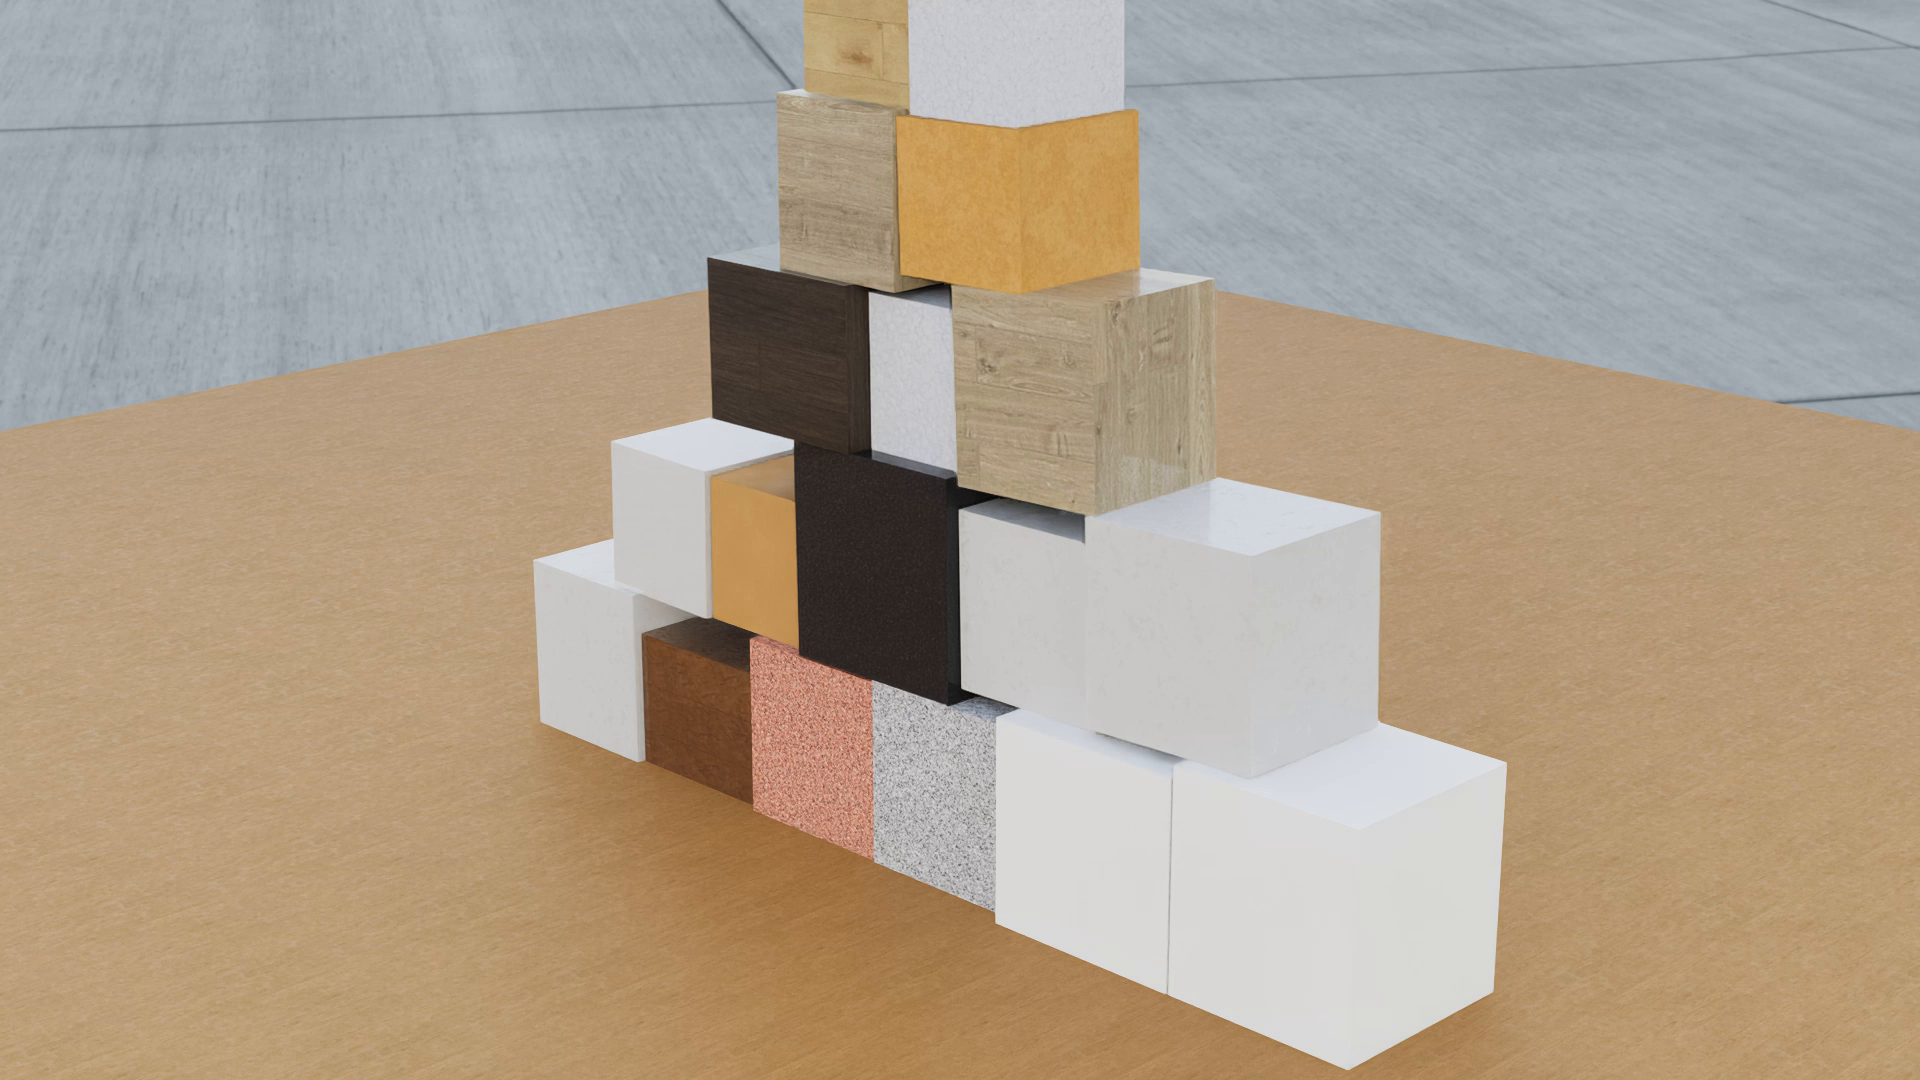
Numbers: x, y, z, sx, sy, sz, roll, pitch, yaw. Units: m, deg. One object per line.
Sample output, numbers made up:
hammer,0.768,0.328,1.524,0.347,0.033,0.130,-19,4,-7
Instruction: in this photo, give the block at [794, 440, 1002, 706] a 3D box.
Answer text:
block,-0.103,0.045,13.469,0.856,1.044,0.987,-17,23,-42

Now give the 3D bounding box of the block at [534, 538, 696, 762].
block,-1.599,0.520,15.208,0.870,0.889,0.806,-17,24,-42

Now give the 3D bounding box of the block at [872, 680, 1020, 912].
block,0.194,1.068,13.449,0.821,0.897,0.855,-17,24,-42

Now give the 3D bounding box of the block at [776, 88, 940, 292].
block,-0.278,-1.610,13.121,0.742,0.791,0.769,17,24,42

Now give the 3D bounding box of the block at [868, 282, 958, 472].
block,0.025,-0.755,13.066,0.605,0.720,0.600,16,23,43

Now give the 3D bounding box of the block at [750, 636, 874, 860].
block,-0.409,0.892,14.039,0.817,0.880,0.849,-17,24,-42

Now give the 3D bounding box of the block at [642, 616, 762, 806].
block,-1.015,0.801,14.658,0.753,0.683,0.861,-17,24,-42

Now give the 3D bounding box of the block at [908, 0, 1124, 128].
block,0.239,-2.132,12.421,0.658,0.647,0.633,-16,22,-43

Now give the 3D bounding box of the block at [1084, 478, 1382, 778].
block,1.140,0.343,12.264,0.836,0.933,0.892,-17,22,-42

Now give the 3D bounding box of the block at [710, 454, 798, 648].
block,-0.716,0.042,14.080,0.649,0.717,0.702,-17,24,-42

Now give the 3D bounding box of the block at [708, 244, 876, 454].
block,-0.512,-0.937,13.596,0.902,0.767,0.933,-17,23,-42

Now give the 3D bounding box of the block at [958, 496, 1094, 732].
block,0.545,0.264,12.877,0.735,0.830,0.805,-17,23,-42

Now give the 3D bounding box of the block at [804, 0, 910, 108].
block,-0.224,-2.336,12.871,0.616,0.745,0.697,-17,24,-42

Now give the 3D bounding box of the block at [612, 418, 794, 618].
block,-1.201,-0.133,14.571,0.766,0.744,0.710,-17,25,-42

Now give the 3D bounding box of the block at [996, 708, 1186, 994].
block,0.862,1.229,12.813,0.998,0.972,0.998,-17,24,-42

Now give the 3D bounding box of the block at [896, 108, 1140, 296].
block,0.253,-1.493,12.610,0.740,0.685,0.726,-17,22,-42

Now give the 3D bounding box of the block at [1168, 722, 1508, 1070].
block,1.556,1.408,12.140,0.988,1.033,0.946,-17,24,-42

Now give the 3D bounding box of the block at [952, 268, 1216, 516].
block,0.536,-0.671,12.567,0.774,0.883,0.808,-17,22,-42
